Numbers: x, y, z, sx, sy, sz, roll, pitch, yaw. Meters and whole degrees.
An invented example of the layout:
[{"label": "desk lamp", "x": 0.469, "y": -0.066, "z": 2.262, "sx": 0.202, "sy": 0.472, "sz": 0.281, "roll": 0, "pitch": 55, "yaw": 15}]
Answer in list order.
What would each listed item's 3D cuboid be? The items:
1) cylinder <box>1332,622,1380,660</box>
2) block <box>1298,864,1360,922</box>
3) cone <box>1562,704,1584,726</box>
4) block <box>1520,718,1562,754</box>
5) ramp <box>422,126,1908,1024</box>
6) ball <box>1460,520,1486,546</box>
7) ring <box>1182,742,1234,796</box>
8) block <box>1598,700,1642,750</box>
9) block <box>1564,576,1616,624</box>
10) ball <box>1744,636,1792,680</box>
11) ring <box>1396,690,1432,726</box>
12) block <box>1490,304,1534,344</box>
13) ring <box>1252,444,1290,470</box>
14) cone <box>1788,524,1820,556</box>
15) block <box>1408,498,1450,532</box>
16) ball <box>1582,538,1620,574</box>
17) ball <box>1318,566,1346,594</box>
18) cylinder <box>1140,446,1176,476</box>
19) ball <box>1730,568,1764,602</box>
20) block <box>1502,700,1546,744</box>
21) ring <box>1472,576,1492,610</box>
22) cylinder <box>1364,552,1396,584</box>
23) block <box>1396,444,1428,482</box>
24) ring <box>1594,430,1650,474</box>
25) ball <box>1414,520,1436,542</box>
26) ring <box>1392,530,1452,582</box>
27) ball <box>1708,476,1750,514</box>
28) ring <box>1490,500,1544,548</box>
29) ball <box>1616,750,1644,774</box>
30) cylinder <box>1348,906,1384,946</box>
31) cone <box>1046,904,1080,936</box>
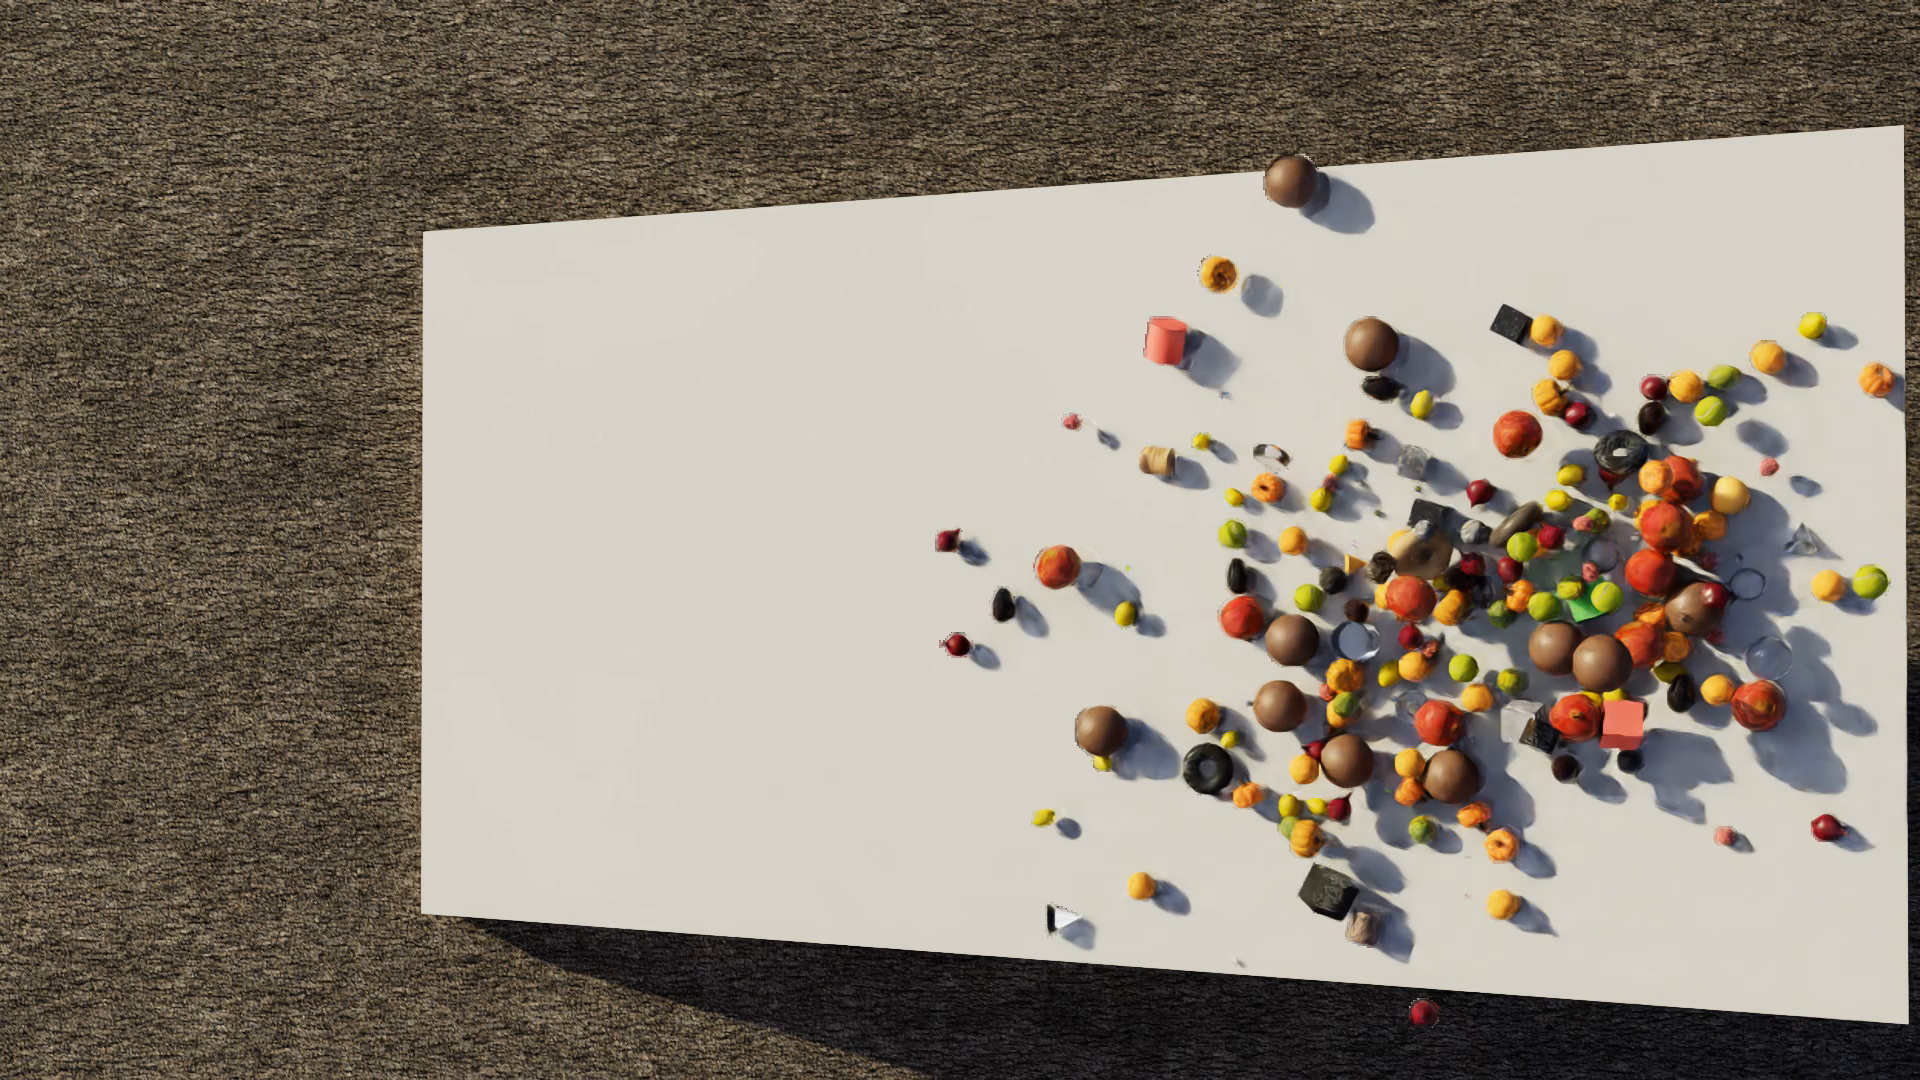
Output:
[{"label": "cylinder", "x": 0.957, "y": 0.244, "z": 5.322, "sx": 0.093, "sy": 0.093, "sz": 0.093, "roll": -2, "pitch": 86, "yaw": 29}, {"label": "block", "x": 0.893, "y": 0.854, "z": 5.328, "sx": 0.090, "sy": 0.090, "sz": 0.090, "roll": 21, "pitch": 100, "yaw": -21}, {"label": "cone", "x": 1.411, "y": 0.396, "z": 5.110, "sx": 0.055, "sy": 0.055, "sz": 0.055, "roll": -47, "pitch": 125, "yaw": -1}, {"label": "block", "x": 1.315, "y": 0.447, "z": 4.989, "sx": 0.060, "sy": 0.060, "sz": 0.060, "roll": 25, "pitch": 86, "yaw": -3}, {"label": "ramp", "x": 0.283, "y": 0.085, "z": 5.719, "sx": 4.000, "sy": 0.100, "sz": 2.000, "roll": 0, "pitch": 89, "yaw": 23}, {"label": "ball", "x": 1.222, "y": -0.018, "z": 5.234, "sx": 0.063, "sy": 0.063, "sz": 0.063, "roll": 0, "pitch": 89, "yaw": 0}, {"label": "ring", "x": 0.619, "y": 0.572, "z": 5.493, "sx": 0.131, "sy": 0.044, "sz": 0.131, "roll": 0, "pitch": 90, "yaw": 22}, {"label": "block", "x": 1.510, "y": 0.423, "z": 5.029, "sx": 0.085, "sy": 0.085, "sz": 0.085, "roll": 4, "pitch": 64, "yaw": 9}, {"label": "block", "x": 1.462, "y": 0.138, "z": 5.107, "sx": 0.087, "sy": 0.087, "sz": 0.087, "roll": -20, "pitch": 80, "yaw": 18}, {"label": "ball", "x": 1.821, "y": 0.266, "z": 4.954, "sx": 0.100, "sy": 0.100, "sz": 0.100, "roll": 0, "pitch": 89, "yaw": 0}, {"label": "ring", "x": 1.093, "y": 0.405, "z": 5.300, "sx": 0.087, "sy": 0.029, "sz": 0.087, "roll": 3, "pitch": 96, "yaw": 26}, {"label": "block", "x": 1.304, "y": -0.510, "z": 5.202, "sx": 0.069, "sy": 0.069, "sz": 0.069, "roll": 30, "pitch": 101, "yaw": 20}, {"label": "ring", "x": 0.756, "y": -0.203, "z": 5.333, "sx": 0.097, "sy": 0.097, "sz": 0.032, "roll": 22, "pitch": 72, "yaw": 0}, {"label": "cone", "x": 1.900, "y": -0.012, "z": 4.965, "sx": 0.067, "sy": 0.067, "sz": 0.067, "roll": 4, "pitch": 55, "yaw": 0}, {"label": "block", "x": 1.122, "y": -0.056, "z": 5.272, "sx": 0.071, "sy": 0.071, "sz": 0.071, "roll": 18, "pitch": 96, "yaw": 22}, {"label": "ball", "x": 1.484, "y": 0.036, "z": 5.096, "sx": 0.084, "sy": 0.084, "sz": 0.084, "roll": 0, "pitch": 89, "yaw": 0}, {"label": "ball", "x": 0.908, "y": 0.097, "z": 5.363, "sx": 0.068, "sy": 0.068, "sz": 0.068, "roll": 0, "pitch": 89, "yaw": 0}, {"label": "cylinder", "x": 0.497, "y": -0.199, "z": 5.539, "sx": 0.070, "sy": 0.070, "sz": 0.070, "roll": 9, "pitch": 89, "yaw": 23}, {"label": "ball", "x": 1.786, "y": 0.101, "z": 4.987, "sx": 0.075, "sy": 0.075, "sz": 0.075, "roll": 0, "pitch": 89, "yaw": 0}, {"label": "block", "x": 1.319, "y": 0.427, "z": 5.147, "sx": 0.078, "sy": 0.078, "sz": 0.078, "roll": 6, "pitch": 108, "yaw": 33}, {"label": "ring", "x": 1.239, "y": 0.125, "z": 5.216, "sx": 0.027, "sy": 0.080, "sz": 0.080, "roll": -8, "pitch": 89, "yaw": 38}, {"label": "cylinder", "x": 0.998, "y": 0.066, "z": 5.221, "sx": 0.057, "sy": 0.057, "sz": 0.057, "roll": 7, "pitch": 53, "yaw": -10}, {"label": "block", "x": 1.086, "y": -0.186, "z": 5.276, "sx": 0.058, "sy": 0.058, "sz": 0.058, "roll": 15, "pitch": 122, "yaw": 4}, {"label": "ring", "x": 1.525, "y": -0.202, "z": 5.070, "sx": 0.123, "sy": 0.041, "sz": 0.123, "roll": -10, "pitch": 48, "yaw": 12}, {"label": "ball", "x": 1.090, "y": -0.022, "z": 5.160, "sx": 0.050, "sy": 0.050, "sz": 0.050, "roll": 0, "pitch": 89, "yaw": 0}, {"label": "ring", "x": 1.098, "y": 0.036, "z": 5.236, "sx": 0.149, "sy": 0.050, "sz": 0.149, "roll": -3, "pitch": 124, "yaw": -4}, {"label": "ball", "x": 1.748, "y": -0.101, "z": 4.999, "sx": 0.087, "sy": 0.087, "sz": 0.087, "roll": 0, "pitch": 89, "yaw": 0}, {"label": "ring", "x": 1.306, "y": -0.036, "z": 5.158, "sx": 0.148, "sy": 0.148, "sz": 0.049, "roll": -40, "pitch": 83, "yaw": 0}, {"label": "ball", "x": 1.550, "y": 0.512, "z": 5.090, "sx": 0.060, "sy": 0.060, "sz": 0.060, "roll": 0, "pitch": 89, "yaw": 0}, {"label": "cylinder", "x": 0.980, "y": 0.934, "z": 5.318, "sx": 0.073, "sy": 0.073, "sz": 0.073, "roll": 11, "pitch": 95, "yaw": 0}, {"label": "cone", "x": 0.268, "y": 0.968, "z": 5.625, "sx": 0.081, "sy": 0.081, "sz": 0.081, "roll": -7, "pitch": 89, "yaw": 11}]
